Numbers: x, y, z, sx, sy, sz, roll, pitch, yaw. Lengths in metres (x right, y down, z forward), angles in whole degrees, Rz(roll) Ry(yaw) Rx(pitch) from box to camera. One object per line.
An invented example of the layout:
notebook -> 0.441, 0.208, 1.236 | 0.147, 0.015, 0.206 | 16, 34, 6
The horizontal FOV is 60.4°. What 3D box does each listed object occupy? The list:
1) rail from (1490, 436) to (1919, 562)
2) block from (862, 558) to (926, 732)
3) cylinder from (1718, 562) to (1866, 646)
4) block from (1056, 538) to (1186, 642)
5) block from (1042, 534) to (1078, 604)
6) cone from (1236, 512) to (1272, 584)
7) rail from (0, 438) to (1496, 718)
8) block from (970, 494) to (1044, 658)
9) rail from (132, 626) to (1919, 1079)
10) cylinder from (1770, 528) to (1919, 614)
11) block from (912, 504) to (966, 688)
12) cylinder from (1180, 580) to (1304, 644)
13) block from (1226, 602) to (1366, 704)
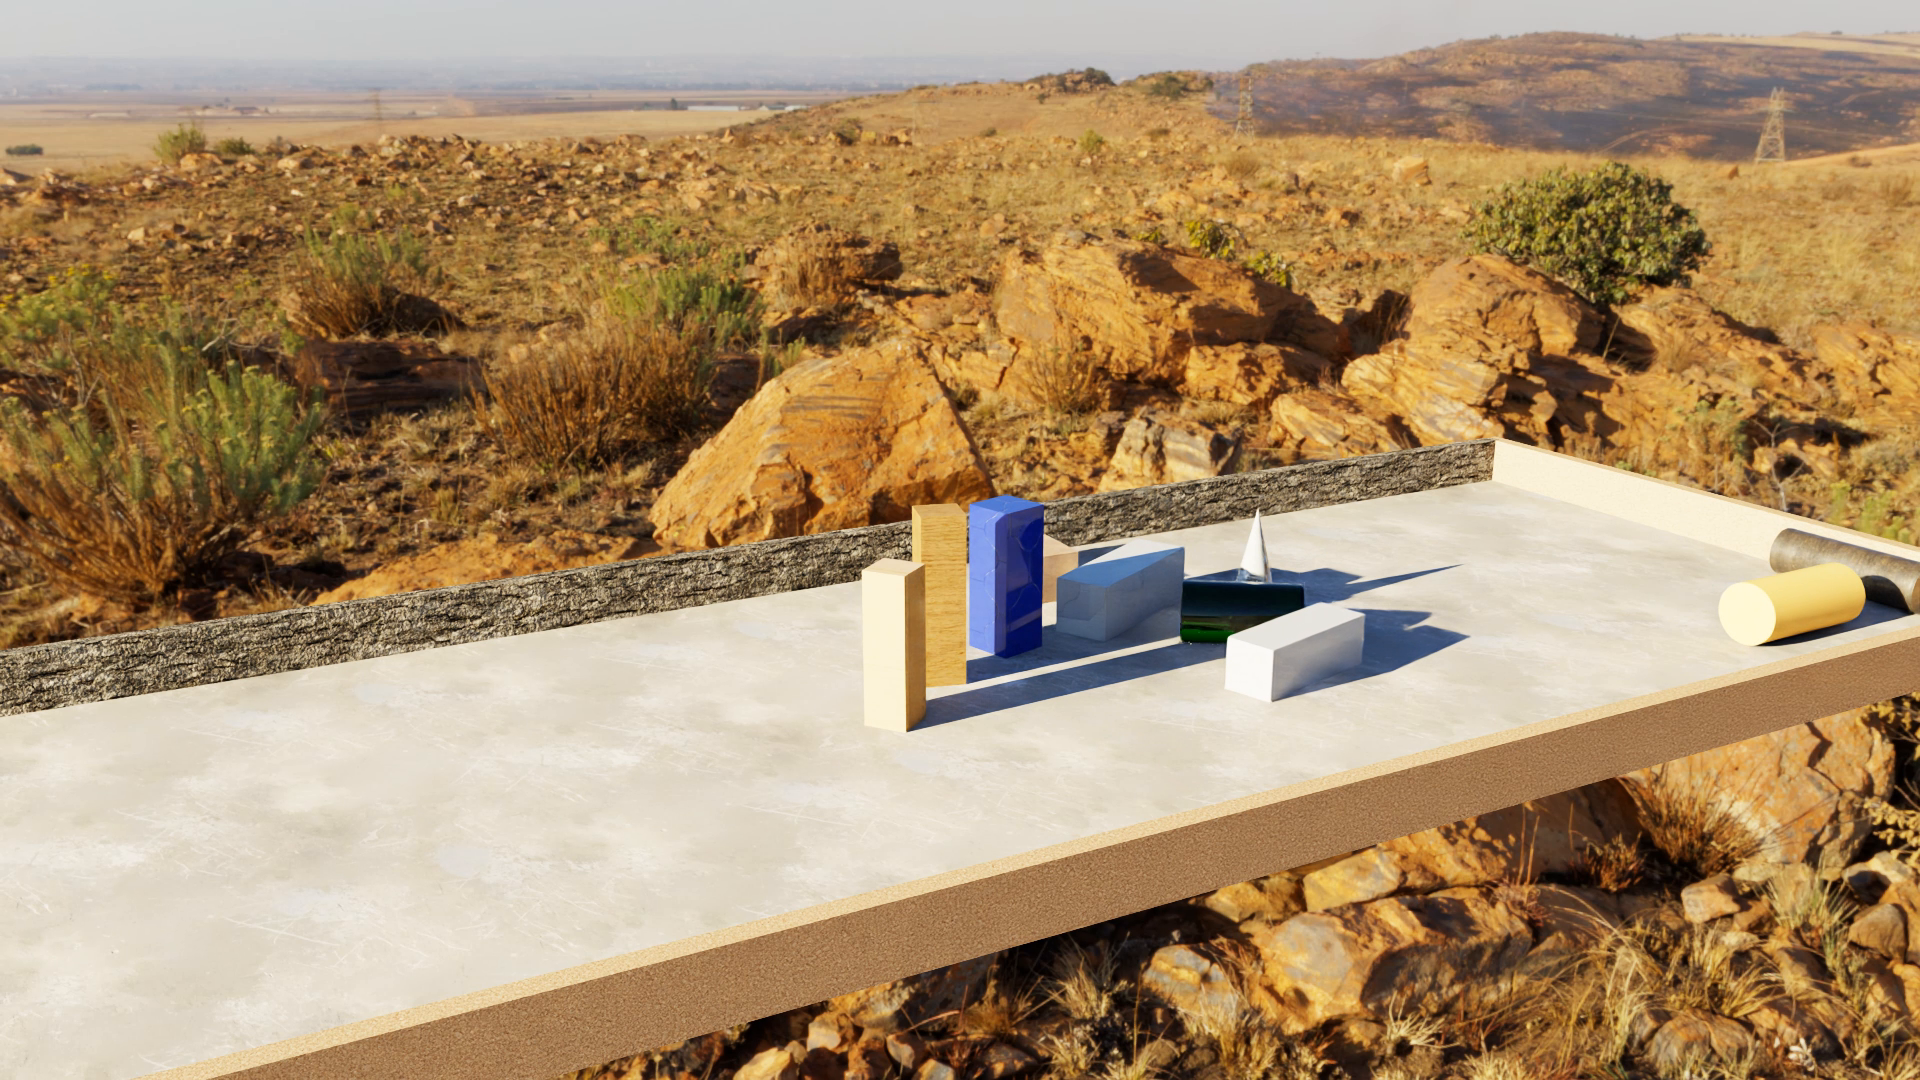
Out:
rail -> 2.466, -0.048, 5.253 | 0.050, 0.150, 2.100 | -9, 18, -27
block -> -0.152, 0.245, 3.846 | 0.108, 0.381, 0.108 | 8, 18, 24
cylinder -> 2.257, 0.171, 4.472 | 0.376, 0.169, 0.169 | -9, 19, -27
block -> 0.455, 0.135, 4.624 | 0.153, 0.153, 0.456 | 11, 20, 33
block -> 0.195, 0.062, 4.893 | 0.141, 0.141, 0.375 | -8, 18, -25
cone -> 0.830, 0.055, 4.634 | 0.142, 0.300, 0.142 | 0, 16, 0
rail -> -3.305, 0.497, 3.399 | 12.000, 0.150, 0.050 | -9, 18, -27
block -> 0.121, 0.095, 4.338 | 0.137, 0.391, 0.137 | -15, 22, -42
rail -> -2.336, 1.006, 1.665 | 12.000, 0.150, 0.050 | -9, 18, -27
cylinder -> 2.604, 0.086, 4.806 | 0.144, 0.144, 0.442 | -9, 19, -28
block -> -0.052, 0.138, 4.105 | 0.113, 0.440, 0.113 | -3, 17, -12
cylinder -> 0.750, 0.195, 4.399 | 0.316, 0.166, 0.166 | 2, 16, 7
block -> 0.849, 0.280, 4.162 | 0.392, 0.136, 0.136 | -15, 22, -41
